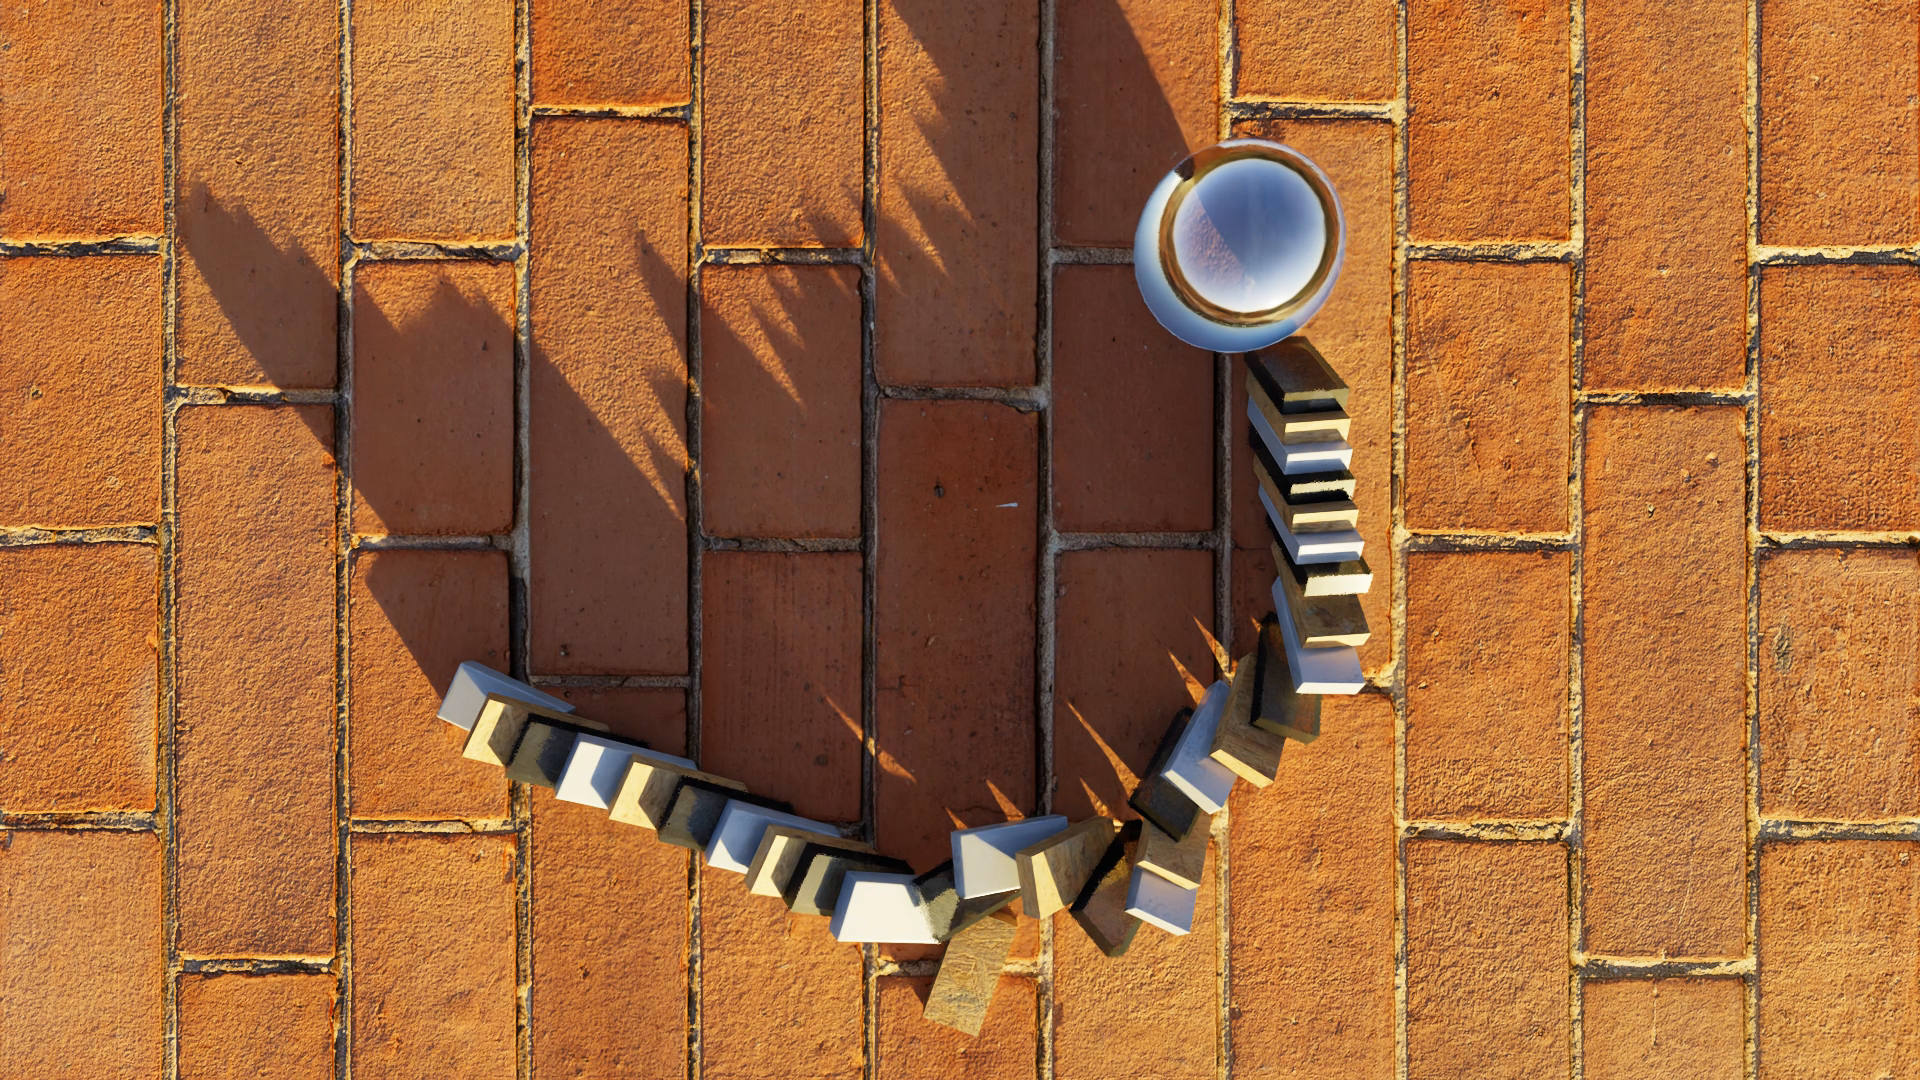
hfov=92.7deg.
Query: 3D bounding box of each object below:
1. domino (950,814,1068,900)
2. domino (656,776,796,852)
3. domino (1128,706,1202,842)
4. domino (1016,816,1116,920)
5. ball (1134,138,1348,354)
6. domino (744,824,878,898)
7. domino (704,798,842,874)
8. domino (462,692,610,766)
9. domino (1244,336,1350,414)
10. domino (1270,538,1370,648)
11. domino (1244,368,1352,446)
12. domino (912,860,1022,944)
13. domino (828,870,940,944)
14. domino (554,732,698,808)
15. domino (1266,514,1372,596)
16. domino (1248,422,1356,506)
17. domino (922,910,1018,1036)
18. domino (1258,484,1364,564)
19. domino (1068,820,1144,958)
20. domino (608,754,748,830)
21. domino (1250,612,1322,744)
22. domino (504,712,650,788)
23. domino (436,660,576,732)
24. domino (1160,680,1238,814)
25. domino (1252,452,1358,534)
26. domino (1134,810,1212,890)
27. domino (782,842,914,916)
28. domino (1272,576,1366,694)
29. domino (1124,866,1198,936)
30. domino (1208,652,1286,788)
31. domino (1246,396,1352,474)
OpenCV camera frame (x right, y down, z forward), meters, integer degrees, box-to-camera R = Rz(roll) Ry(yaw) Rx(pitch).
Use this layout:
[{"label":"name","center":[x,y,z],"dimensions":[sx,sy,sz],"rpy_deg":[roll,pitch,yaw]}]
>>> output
[{"label":"domino","center":[0.022,0.132,0.383],"dimensions":[0.050,0.009,0.025],"rpy_deg":[-2,82,-23]},{"label":"domino","center":[-0.098,0.118,0.385],"dimensions":[0.050,0.009,0.025],"rpy_deg":[24,90,-26]},{"label":"domino","center":[0.092,0.097,0.381],"dimensions":[0.025,0.010,0.050],"rpy_deg":[37,56,4]},{"label":"domino","center":[0.046,0.135,0.380],"dimensions":[0.050,0.010,0.025],"rpy_deg":[-8,90,-41]},{"label":"ball","center":[0.109,-0.114,0.360],"dimensions":[0.080,0.080,0.080],"rpy_deg":[0,90,0]},{"label":"domino","center":[-0.061,0.136,0.382],"dimensions":[0.050,0.009,0.025],"rpy_deg":[24,90,-34]},{"label":"domino","center":[-0.078,0.128,0.385],"dimensions":[0.050,0.009,0.025],"rpy_deg":[24,90,-26]},{"label":"domino","center":[-0.176,0.083,0.383],"dimensions":[0.050,0.009,0.025],"rpy_deg":[26,89,-31]},{"label":"domino","center":[0.137,-0.069,0.377],"dimensions":[0.025,0.050,0.009],"rpy_deg":[-4,126,0]},{"label":"domino","center":[0.149,0.020,0.382],"dimensions":[0.025,0.010,0.050],"rpy_deg":[-4,56,0]},{"label":"domino","center":[0.138,-0.057,0.377],"dimensions":[0.025,0.050,0.010],"rpy_deg":[-4,126,0]},{"label":"domino","center":[0.007,0.144,0.386],"dimensions":[0.050,0.010,0.025],"rpy_deg":[-21,90,-24]},{"label":"domino","center":[-0.027,0.154,0.383],"dimensions":[0.050,0.009,0.025],"rpy_deg":[17,90,-32]},{"label":"domino","center":[-0.139,0.100,0.384],"dimensions":[0.050,0.009,0.025],"rpy_deg":[23,90,-29]},{"label":"domino","center":[0.147,0.002,0.377],"dimensions":[0.025,0.050,0.009],"rpy_deg":[-4,128,0]},{"label":"domino","center":[0.139,-0.033,0.377],"dimensions":[0.025,0.050,0.009],"rpy_deg":[-5,126,-1]},{"label":"domino","center":[0.004,0.184,0.395],"dimensions":[0.025,0.009,0.050],"rpy_deg":[20,90,0]},{"label":"domino","center":[0.143,-0.010,0.377],"dimensions":[0.025,0.050,0.010],"rpy_deg":[-4,127,0]},{"label":"domino","center":[0.068,0.144,0.380],"dimensions":[0.025,0.009,0.050],"rpy_deg":[50,52,-4]},{"label":"domino","center":[-0.118,0.109,0.385],"dimensions":[0.050,0.010,0.025],"rpy_deg":[24,90,-27]},{"label":"domino","center":[0.137,0.057,0.383],"dimensions":[0.025,0.010,0.050],"rpy_deg":[18,58,0]},{"label":"domino","center":[-0.159,0.092,0.383],"dimensions":[0.050,0.009,0.025],"rpy_deg":[25,90,-31]},{"label":"domino","center":[-0.195,0.074,0.395],"dimensions":[0.050,0.009,0.025],"rpy_deg":[24,90,0]},{"label":"domino","center":[0.106,0.085,0.381],"dimensions":[0.025,0.009,0.050],"rpy_deg":[38,56,5]},{"label":"domino","center":[0.141,-0.022,0.377],"dimensions":[0.025,0.050,0.009],"rpy_deg":[-4,126,0]},{"label":"domino","center":[0.091,0.115,0.381],"dimensions":[0.025,0.010,0.050],"rpy_deg":[25,56,-4]},{"label":"domino","center":[-0.046,0.144,0.382],"dimensions":[0.050,0.009,0.025],"rpy_deg":[24,90,-34]},{"label":"domino","center":[0.148,0.039,0.382],"dimensions":[0.025,0.009,0.050],"rpy_deg":[1,56,-2]},{"label":"domino","center":[0.087,0.134,0.381],"dimensions":[0.025,0.009,0.050],"rpy_deg":[26,56,-5]},{"label":"domino","center":[0.123,0.074,0.382],"dimensions":[0.025,0.010,0.050],"rpy_deg":[31,56,0]},{"label":"domino","center":[0.138,-0.045,0.377],"dimensions":[0.025,0.050,0.010],"rpy_deg":[-4,126,0]}]
